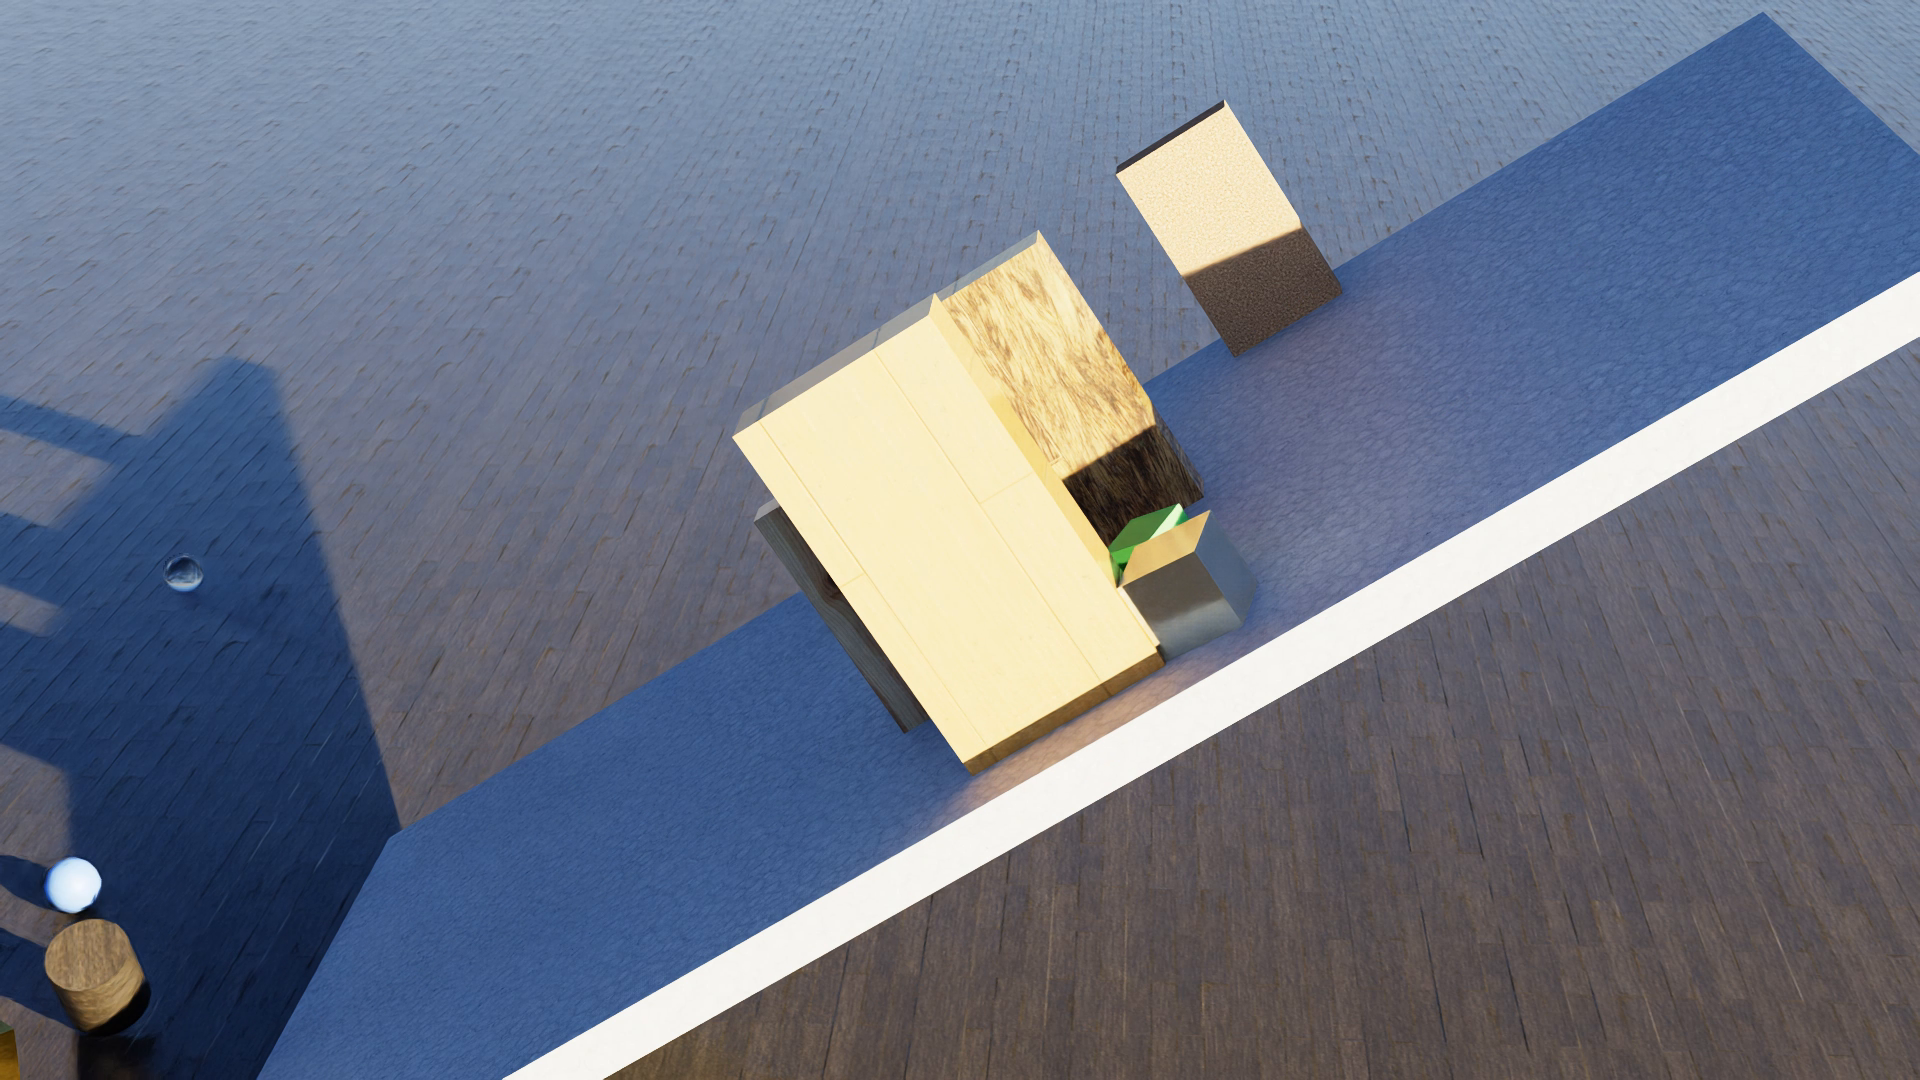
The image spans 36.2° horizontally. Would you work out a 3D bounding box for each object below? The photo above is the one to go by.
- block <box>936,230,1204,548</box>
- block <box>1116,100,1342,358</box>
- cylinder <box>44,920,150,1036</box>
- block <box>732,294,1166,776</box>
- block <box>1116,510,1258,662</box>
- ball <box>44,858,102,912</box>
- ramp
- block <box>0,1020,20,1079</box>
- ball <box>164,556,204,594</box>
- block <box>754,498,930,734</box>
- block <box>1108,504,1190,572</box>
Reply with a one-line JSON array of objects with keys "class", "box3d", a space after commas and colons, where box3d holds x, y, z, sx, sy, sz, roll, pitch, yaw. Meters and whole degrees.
[{"class": "block", "box3d": [0.186, -0.275, 6.128, 0.356, 0.644, 0.106, -31, 15, 14]}, {"class": "block", "box3d": [0.624, -0.718, 6.806, 0.291, 0.517, 0.083, -31, 15, 14]}, {"class": "cylinder", "box3d": [-2.020, 1.025, 6.892, 0.196, 0.196, 0.196, -2, 49, 2]}, {"class": "block", "box3d": [-0.012, -0.003, 5.427, 0.426, 0.791, 0.147, -31, 15, 14]}, {"class": "block", "box3d": [0.422, 0.084, 5.438, 0.171, 0.171, 0.171, -27, 17, 26]}, {"class": "ball", "box3d": [-2.255, 0.877, 7.474, 0.140, 0.140, 0.140, 0, 20, 0]}, {"class": "ramp", "box3d": [0.139, 0.171, 6.296, 4.000, 0.100, 2.000, -31, 15, 14]}, {"class": "block", "box3d": [-2.241, 1.176, 6.628, 0.167, 0.167, 0.167, 18, 27, 40]}, {"class": "ball", "box3d": [-2.523, 0.113, 9.562, 0.122, 0.122, 0.122, 0, 20, 0]}, {"class": "block", "box3d": [-0.081, 0.058, 5.875, 0.424, 0.538, 0.082, -31, 15, 14]}, {"class": "block", "box3d": [0.386, 0.032, 5.752, 0.131, 0.131, 0.131, -19, 21, 44]}]
